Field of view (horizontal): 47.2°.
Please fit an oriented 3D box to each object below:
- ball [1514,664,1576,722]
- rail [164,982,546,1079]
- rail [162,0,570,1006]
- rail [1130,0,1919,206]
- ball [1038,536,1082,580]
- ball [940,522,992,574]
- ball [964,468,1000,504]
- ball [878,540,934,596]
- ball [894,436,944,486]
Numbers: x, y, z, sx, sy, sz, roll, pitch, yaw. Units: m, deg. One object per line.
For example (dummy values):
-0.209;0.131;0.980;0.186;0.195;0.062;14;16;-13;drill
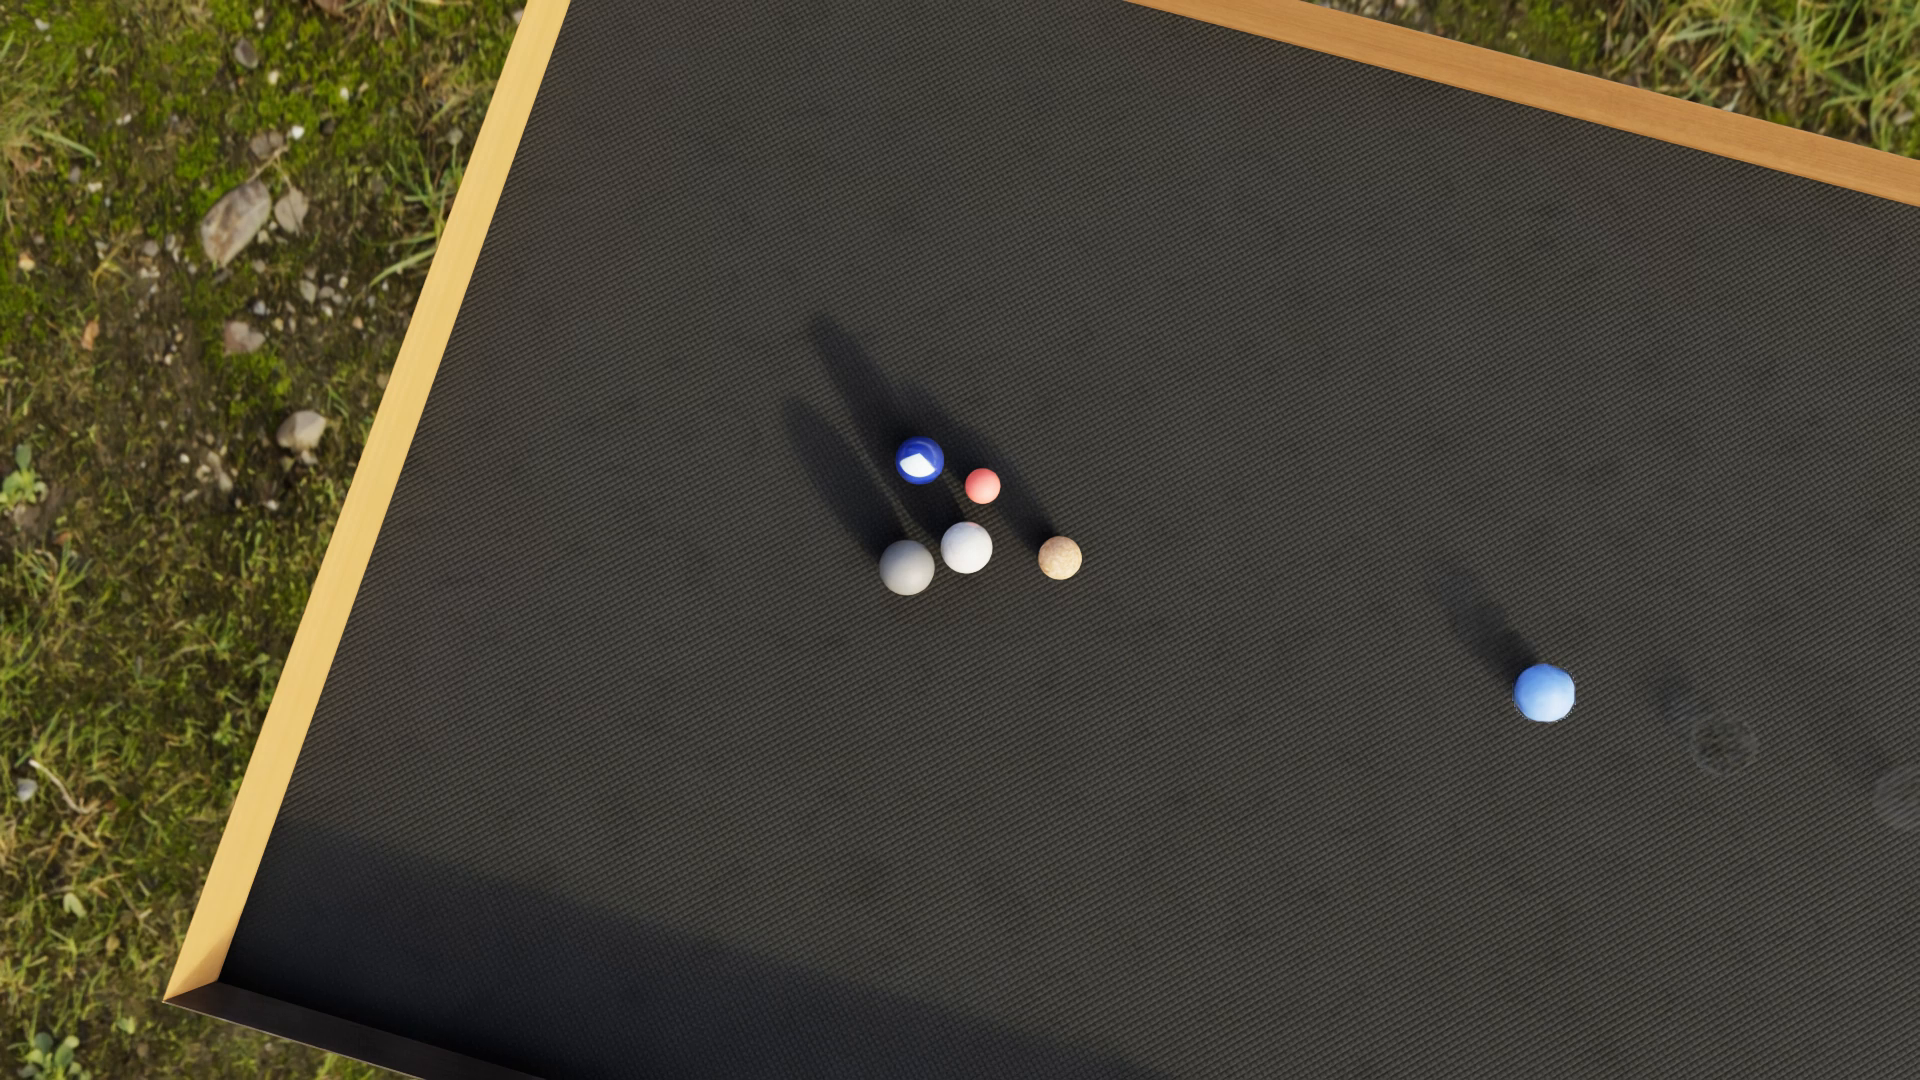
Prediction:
0.868;0.227;3.266;0.088;0.088;0.088;0;76;0;ball
0.595;1.116;3.032;3.559;0.114;0.045;16;77;4;rail
-0.833;-0.237;3.366;0.045;0.114;1.941;16;77;4;rail
1.116;-0.651;3.468;3.559;0.114;0.045;16;77;4;rail
0.151;0.027;3.326;0.066;0.066;0.066;0;76;0;ball
0.010;0.011;3.324;0.079;0.079;0.079;0;76;0;ball
0.034;-0.083;3.359;0.055;0.055;0.055;0;76;0;ball
-0.080;0.041;3.313;0.085;0.085;0.085;0;76;0;ball
-0.062;-0.122;3.358;0.076;0.076;0.076;0;76;0;ball
